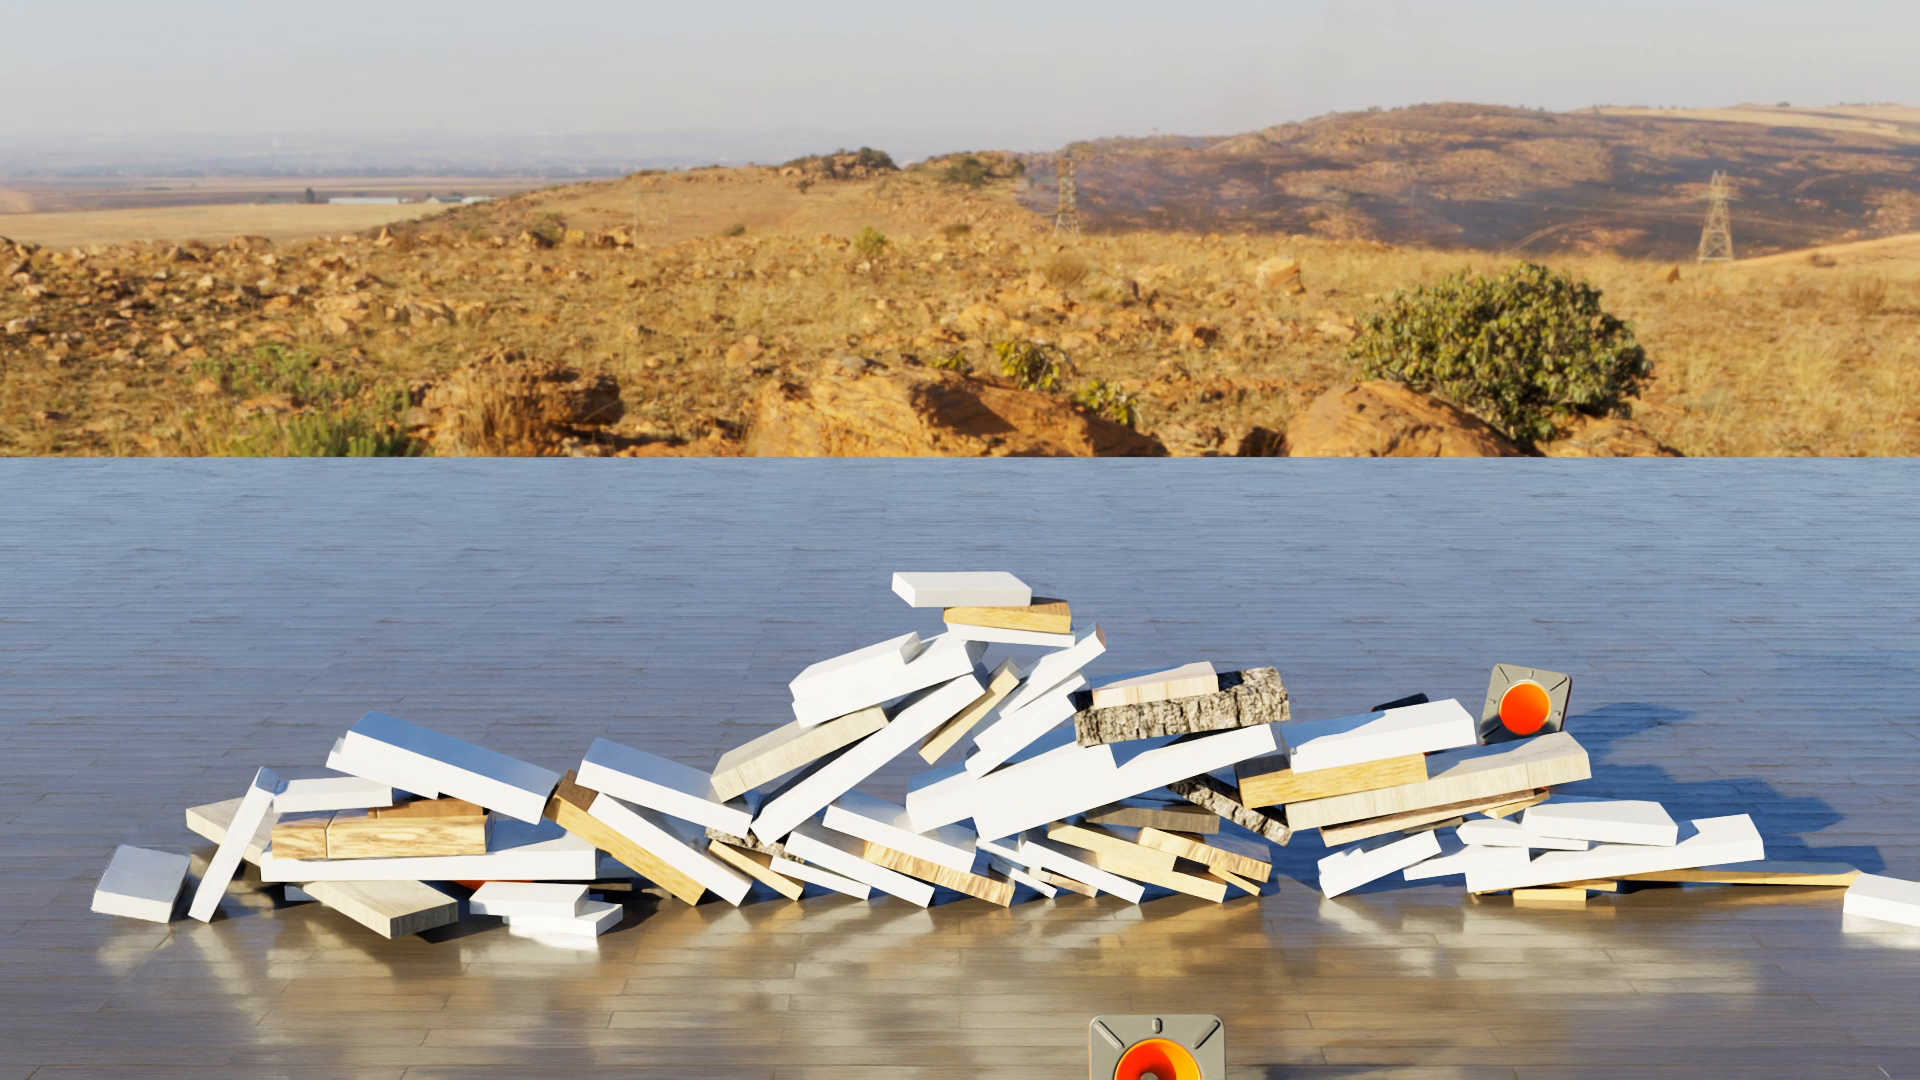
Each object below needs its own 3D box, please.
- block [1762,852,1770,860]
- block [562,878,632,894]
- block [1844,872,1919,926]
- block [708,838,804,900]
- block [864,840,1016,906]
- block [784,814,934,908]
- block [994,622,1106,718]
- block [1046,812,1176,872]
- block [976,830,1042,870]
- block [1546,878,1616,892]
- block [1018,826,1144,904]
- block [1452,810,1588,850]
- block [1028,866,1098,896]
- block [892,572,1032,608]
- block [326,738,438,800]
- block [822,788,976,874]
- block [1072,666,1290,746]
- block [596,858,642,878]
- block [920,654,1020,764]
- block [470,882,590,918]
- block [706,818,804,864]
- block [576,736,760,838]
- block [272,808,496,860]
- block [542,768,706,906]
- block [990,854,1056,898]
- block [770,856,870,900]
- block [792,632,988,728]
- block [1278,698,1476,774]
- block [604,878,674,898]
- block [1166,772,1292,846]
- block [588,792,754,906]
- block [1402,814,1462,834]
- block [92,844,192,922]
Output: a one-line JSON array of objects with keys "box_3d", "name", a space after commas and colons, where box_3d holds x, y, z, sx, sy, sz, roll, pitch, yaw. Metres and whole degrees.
[{"box_3d": [1.366, 0.552, 3.825, 0.067, 0.019, 0.133, 1, 11, 7], "name": "block"}, {"box_3d": [-0.603, 0.570, 3.645, 0.113, 0.016, 0.057, -2, 11, -11], "name": "block"}, {"box_3d": [1.570, 0.593, 3.561, 0.237, 0.034, 0.118, 7, 13, 33], "name": "block"}, {"box_3d": [-0.338, 0.537, 3.666, 0.168, 0.024, 0.084, 30, 9, -5], "name": "block"}, {"box_3d": [-0.035, 0.534, 3.654, 0.251, 0.036, 0.126, 19, 10, -5], "name": "block"}, {"box_3d": [-0.164, 0.527, 3.649, 0.251, 0.036, 0.126, 23, 9, -4], "name": "block"}, {"box_3d": [0.147, 0.212, 3.594, 0.203, 0.029, 0.101, -35, 7, 10], "name": "block"}, {"box_3d": [0.250, 0.493, 3.649, 0.211, 0.030, 0.105, 16, 10, -2], "name": "block"}, {"box_3d": [0.081, 0.514, 3.656, 0.114, 0.016, 0.057, 20, 10, -4], "name": "block"}, {"box_3d": [1.031, 0.564, 3.671, 0.115, 0.016, 0.058, 4, 10, 4], "name": "block"}, {"box_3d": [0.201, 0.536, 3.660, 0.211, 0.030, 0.105, 22, 10, -4], "name": "block"}, {"box_3d": [0.926, 0.477, 3.649, 0.203, 0.029, 0.102, 3, 13, -2], "name": "block"}, {"box_3d": [0.170, 0.562, 3.670, 0.114, 0.016, 0.057, 19, 10, -7], "name": "block"}, {"box_3d": [0.003, 0.080, 3.559, 0.202, 0.029, 0.101, 0, 15, -22], "name": "block"}, {"box_3d": [-0.941, 0.375, 3.612, 0.183, 0.026, 0.091, 19, 6, -11], "name": "block"}, {"box_3d": [-0.099, 0.476, 3.634, 0.251, 0.036, 0.126, 19, 10, -3], "name": "block"}, {"box_3d": [0.358, 0.272, 3.608, 0.343, 0.049, 0.171, -7, 10, 2], "name": "block"}, {"box_3d": [-0.568, 0.547, 3.674, 0.113, 0.016, 0.057, 1, 10, -23], "name": "block"}, {"box_3d": [0.017, 0.277, 3.598, 0.200, 0.028, 0.100, -44, 6, 10], "name": "block"}, {"box_3d": [-0.692, 0.578, 3.535, 0.171, 0.024, 0.086, 1, 11, 6], "name": "block"}, {"box_3d": [-0.338, 0.492, 3.665, 0.168, 0.024, 0.084, 16, 10, -6], "name": "block"}, {"box_3d": [-0.482, 0.410, 3.651, 0.290, 0.041, 0.145, 19, 10, -3], "name": "block"}, {"box_3d": [-0.941, 0.470, 3.609, 0.334, 0.047, 0.167, -1, 10, -6], "name": "block"}, {"box_3d": [-0.548, 0.493, 3.661, 0.290, 0.041, 0.145, 33, 9, -7], "name": "block"}, {"box_3d": [0.106, 0.556, 3.667, 0.114, 0.016, 0.057, 27, 9, -6], "name": "block"}, {"box_3d": [-0.231, 0.551, 3.674, 0.168, 0.024, 0.084, 18, 10, -3], "name": "block"}, {"box_3d": [-0.113, 0.221, 3.612, 0.305, 0.043, 0.153, -19, 9, 14], "name": "block"}, {"box_3d": [0.688, 0.324, 3.642, 0.299, 0.042, 0.149, -10, 8, 3], "name": "block"}, {"box_3d": [-0.534, 0.581, 3.672, 0.113, 0.016, 0.057, 0, 11, 0], "name": "block"}, {"box_3d": [0.447, 0.435, 3.652, 0.217, 0.031, 0.108, 26, 8, 2], "name": "block"}, {"box_3d": [-0.474, 0.493, 3.659, 0.290, 0.041, 0.145, 33, 9, -5], "name": "block"}, {"box_3d": [0.783, 0.462, 3.643, 0.097, 0.014, 0.049, -12, 13, 16], "name": "block"}, {"box_3d": [-1.348, 0.566, 3.629, 0.118, 0.033, 0.236, 13, 7, -14], "name": "block"}]
